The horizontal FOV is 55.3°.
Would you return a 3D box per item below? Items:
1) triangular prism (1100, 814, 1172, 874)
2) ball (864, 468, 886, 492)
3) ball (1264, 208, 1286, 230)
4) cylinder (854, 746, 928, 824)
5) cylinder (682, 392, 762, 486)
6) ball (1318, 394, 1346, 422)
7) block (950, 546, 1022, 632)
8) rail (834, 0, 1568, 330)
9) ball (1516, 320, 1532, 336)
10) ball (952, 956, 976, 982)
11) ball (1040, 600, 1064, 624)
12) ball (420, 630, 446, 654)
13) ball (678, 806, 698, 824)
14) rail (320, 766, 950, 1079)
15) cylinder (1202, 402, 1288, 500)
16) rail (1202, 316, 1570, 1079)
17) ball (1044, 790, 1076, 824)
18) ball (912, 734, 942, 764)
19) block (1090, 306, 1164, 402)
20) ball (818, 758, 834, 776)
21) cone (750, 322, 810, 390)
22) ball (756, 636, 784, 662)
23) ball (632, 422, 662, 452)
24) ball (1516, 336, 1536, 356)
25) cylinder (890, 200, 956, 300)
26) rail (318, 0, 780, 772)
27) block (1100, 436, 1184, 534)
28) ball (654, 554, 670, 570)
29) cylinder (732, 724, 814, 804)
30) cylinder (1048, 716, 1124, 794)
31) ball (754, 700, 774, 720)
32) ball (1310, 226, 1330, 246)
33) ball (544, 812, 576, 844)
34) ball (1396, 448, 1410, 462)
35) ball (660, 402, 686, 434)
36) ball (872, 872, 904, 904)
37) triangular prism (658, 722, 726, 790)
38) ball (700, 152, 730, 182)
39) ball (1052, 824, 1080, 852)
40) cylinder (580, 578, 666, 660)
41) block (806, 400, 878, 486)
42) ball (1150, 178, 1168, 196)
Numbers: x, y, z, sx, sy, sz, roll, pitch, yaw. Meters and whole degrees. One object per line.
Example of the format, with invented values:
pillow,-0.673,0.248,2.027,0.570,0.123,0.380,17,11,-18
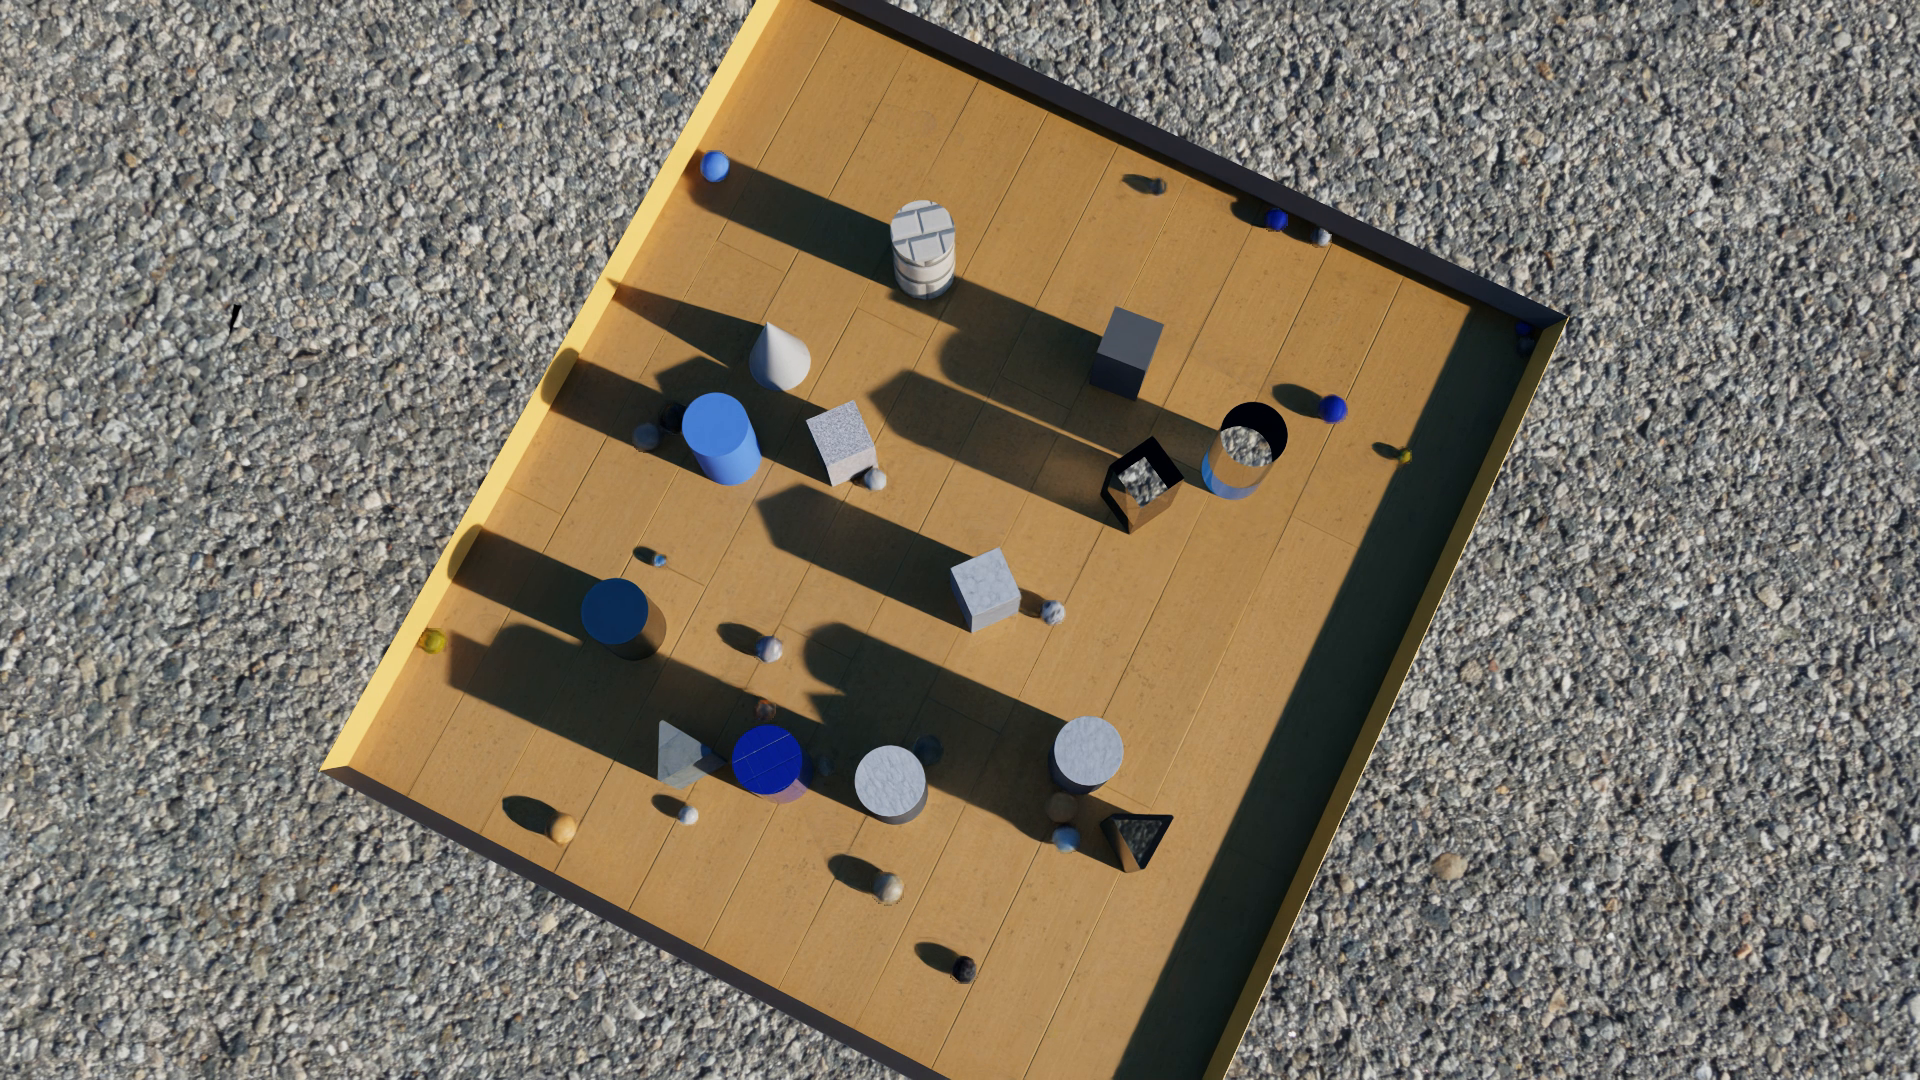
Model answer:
triangular prism,0.477,0.832,5.214,0.145,0.452,0.167,31,80,6
ball,-0.259,-0.185,5.619,0.070,0.070,0.070,0,78,0
ball,0.997,-1.013,5.791,0.069,0.069,0.069,0,78,0
cylinder,-0.192,0.705,5.235,0.193,0.461,0.193,0,78,0
cylinder,-0.711,-0.299,5.494,0.193,0.360,0.193,0,78,0
ball,1.149,-0.405,5.656,0.087,0.087,0.087,0,78,0
block,0.074,0.151,5.426,0.155,0.313,0.155,-23,79,-5
rail,0.642,-1.250,5.810,2.729,0.126,0.045,26,80,5
ball,1.763,-0.663,5.729,0.049,0.049,0.049,0,78,0
ball,0.013,1.247,5.322,0.073,0.073,0.073,0,78,0
ball,0.280,0.216,5.534,0.075,0.075,0.075,0,78,0
ball,-1.587,0.306,5.514,0.076,0.076,0.076,0,78,0
ball,-0.802,0.813,5.419,0.058,0.058,0.058,0,78,0
rail,-0.642,1.263,5.290,2.729,0.126,0.045,26,80,5
cylinder,0.842,-0.260,5.455,0.193,0.421,0.193,0,78,0
rail,1.199,0.594,5.428,0.045,0.126,2.917,26,80,5
ball,0.296,0.787,5.405,0.095,0.095,0.095,0,78,0
ball,-0.097,0.622,5.444,0.086,0.086,0.086,0,78,0
block,0.503,-0.562,5.566,0.155,0.326,0.155,22,79,4
ball,-0.398,0.675,5.452,0.049,0.049,0.049,0,78,0
cone,-0.564,-0.599,5.541,0.193,0.390,0.193,0,78,0
ball,-0.573,0.328,5.507,0.081,0.081,0.081,0,78,0
ball,-0.962,-0.318,5.638,0.087,0.087,0.087,0,78,0
ball,1.765,-0.603,5.709,0.064,0.064,0.064,0,78,0
cylinder,-0.111,-0.886,5.624,0.193,0.344,0.193,0,78,0
rail,-1.199,-0.581,5.672,0.045,0.126,2.917,26,80,5
block,0.539,-0.159,5.458,0.155,0.374,0.155,-34,80,-7
ball,-0.910,0.065,5.579,0.048,0.048,0.048,0,78,0
cylinder,-0.534,0.649,5.271,0.193,0.413,0.193,0,78,0
cylinder,0.359,0.625,5.292,0.193,0.382,0.193,0,78,0
ball,-0.586,0.509,5.481,0.058,0.058,0.058,0,78,0
ball,1.138,-0.958,5.784,0.060,0.060,0.060,0,78,0
ball,-1.176,0.848,5.394,0.092,0.092,0.092,0,78,0
ball,1.366,-0.260,5.647,0.045,0.045,0.045,0,78,0
ball,-0.877,-0.374,5.645,0.097,0.097,0.097,0,78,0
ball,-0.210,1.017,5.360,0.089,0.089,0.089,0,78,0
triangular prism,-0.803,0.605,5.306,0.167,0.364,0.145,-29,80,-6
ball,-0.779,-1.183,5.813,0.094,0.094,0.094,0,78,0
ball,0.312,0.876,5.394,0.080,0.080,0.080,0,78,0
cylinder,-0.987,0.237,5.398,0.193,0.331,0.193,0,78,0
block,-0.354,-0.290,5.544,0.155,0.259,0.155,-24,79,-5
ball,0.630,-1.121,5.820,0.055,0.055,0.055,0,78,0
